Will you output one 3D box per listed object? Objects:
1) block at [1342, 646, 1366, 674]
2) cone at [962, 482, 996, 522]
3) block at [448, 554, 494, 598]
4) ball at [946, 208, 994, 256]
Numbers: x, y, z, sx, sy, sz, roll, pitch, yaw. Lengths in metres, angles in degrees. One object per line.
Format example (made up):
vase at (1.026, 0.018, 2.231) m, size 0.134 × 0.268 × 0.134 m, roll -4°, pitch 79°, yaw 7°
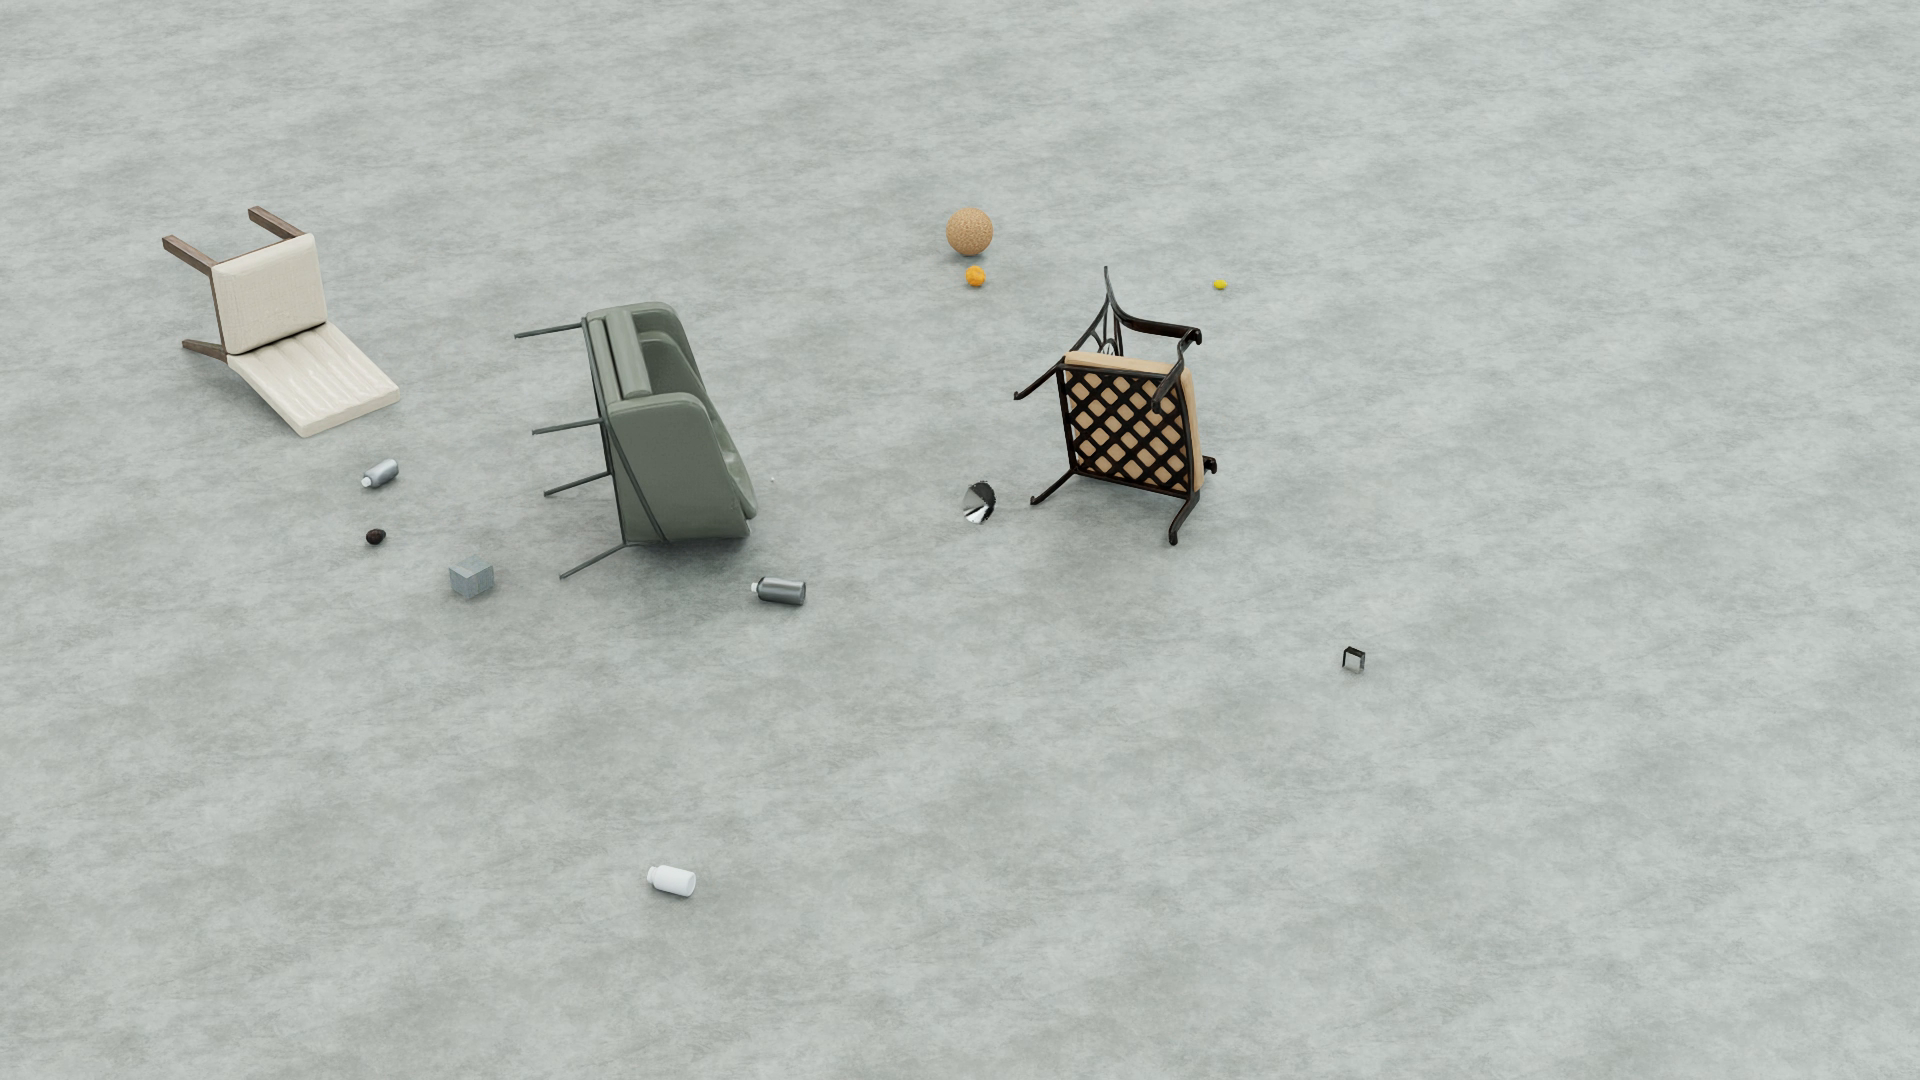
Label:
block at (1.376, 0.420, 10.242) m, size 0.067 × 0.071 × 0.037 m, roll 23°, pitch 40°, yaw 30°
cone at (0.106, -0.133, 11.087) m, size 0.115 × 0.155 × 0.154 m, roll 14°, pitch 25°, yaw -52°
block at (-1.775, 0.132, 10.663) m, size 0.102 × 0.089 × 0.121 m, roll 27°, pitch 42°, yaw 35°
ball at (0.042, -1.347, 12.800) m, size 0.209 × 0.209 × 0.209 m, roll 0°, pitch 33°, yaw 0°
